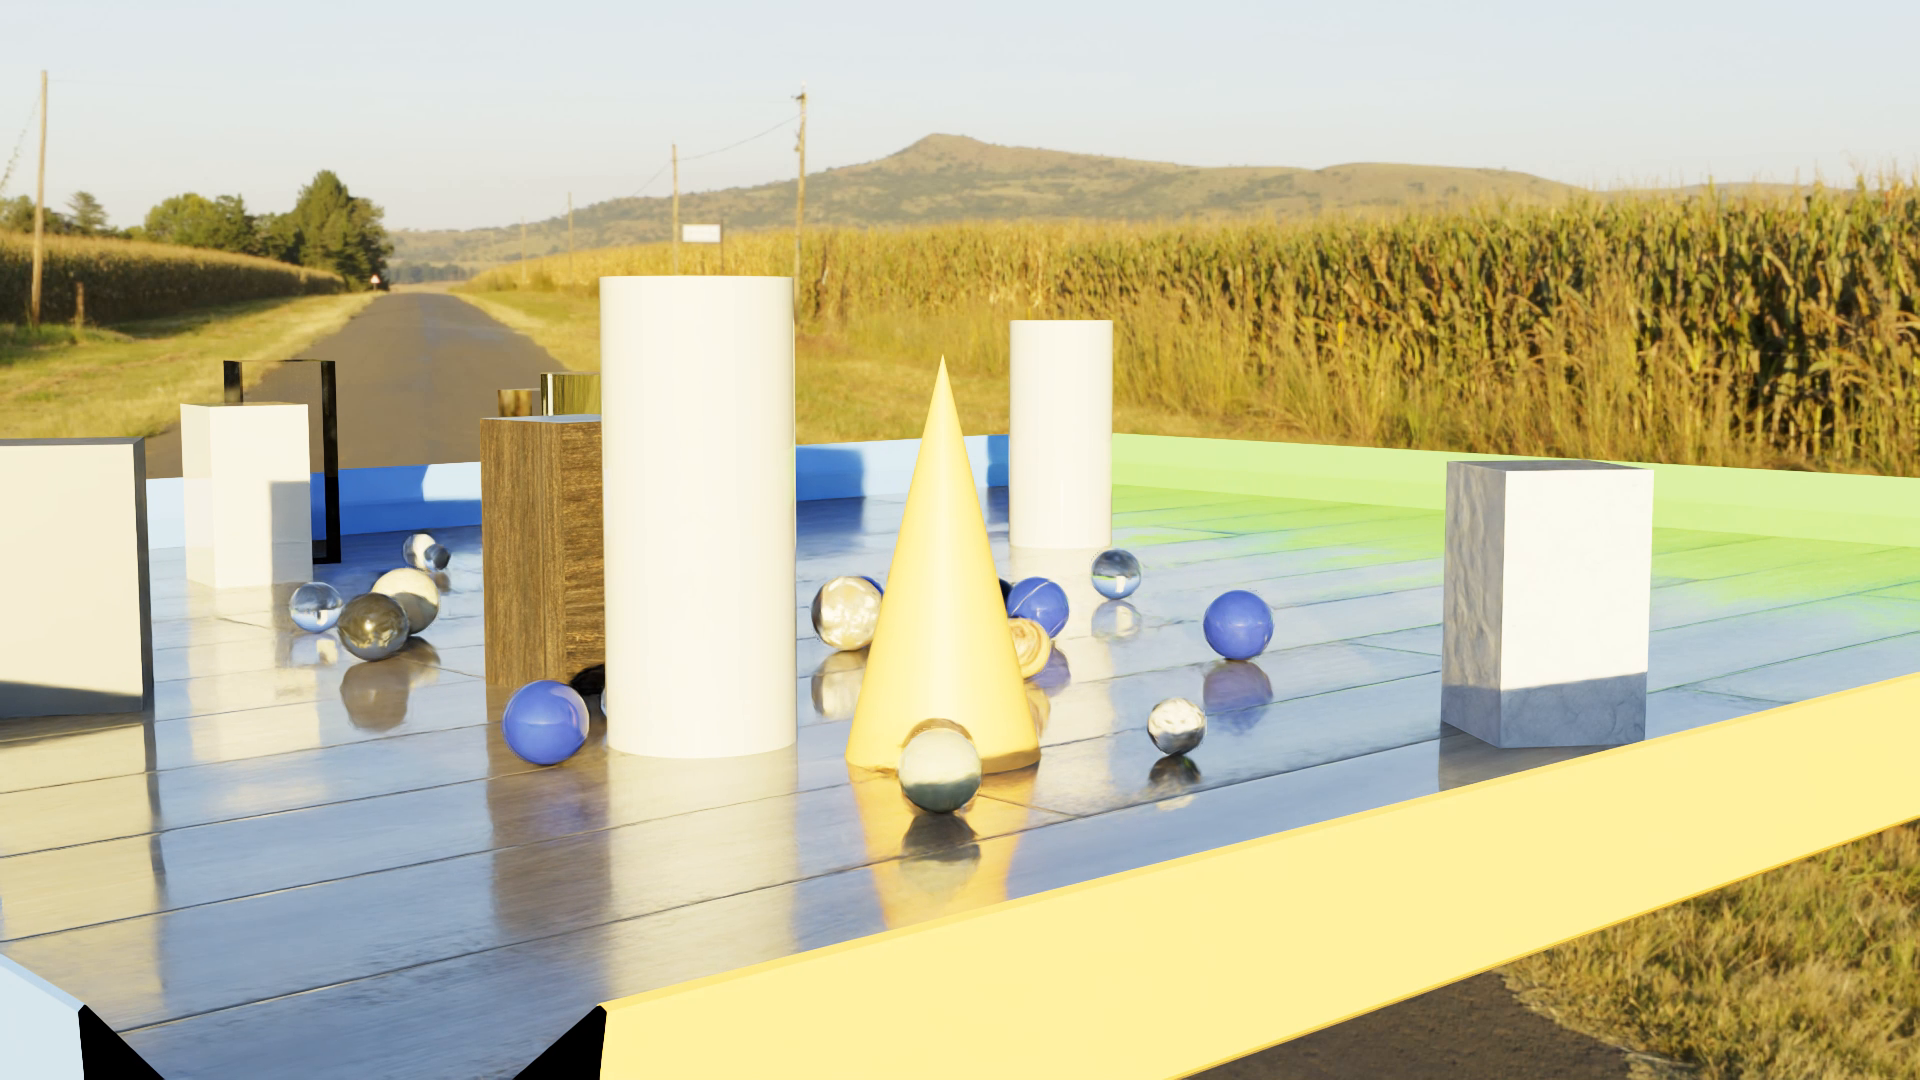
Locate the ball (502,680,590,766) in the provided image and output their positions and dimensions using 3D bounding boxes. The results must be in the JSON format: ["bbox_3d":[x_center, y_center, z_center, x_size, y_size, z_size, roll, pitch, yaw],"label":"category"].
[{"bbox_3d":[-0.407,0.179,2.162,0.084,0.084,0.084,0,6,0],"label":"ball"}]

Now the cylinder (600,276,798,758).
[{"bbox_3d":[-0.268,-0.030,2.269,0.198,0.478,0.198,0,6,0],"label":"cylinder"}]

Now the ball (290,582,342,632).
[{"bbox_3d":[-0.893,0.093,3.049,0.071,0.071,0.071,0,6,0],"label":"ball"}]

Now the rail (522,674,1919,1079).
[{"bbox_3d":[1.075,0.154,2.173,3.761,0.129,0.045,-5,8,-42],"label":"rail"}]

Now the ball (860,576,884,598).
[{"bbox_3d":[-0.140,0.086,3.120,0.071,0.071,0.071,0,6,0],"label":"ball"}]

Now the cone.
[{"bbox_3d":[-0.017,0.016,2.191,0.198,0.402,0.198,0,6,0],"label":"cone"}]

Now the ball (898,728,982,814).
[{"bbox_3d":[-0.018,0.205,1.954,0.075,0.075,0.075,0,6,0],"label":"ball"}]

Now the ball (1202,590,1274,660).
[{"bbox_3d":[0.356,0.108,2.809,0.091,0.091,0.091,0,6,0],"label":"ball"}]

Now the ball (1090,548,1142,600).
[{"bbox_3d":[0.241,0.052,3.396,0.080,0.080,0.080,0,6,0],"label":"ball"}]

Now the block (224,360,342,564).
[{"bbox_3d":[-1.205,-0.140,3.907,0.159,0.357,0.159,-3,7,-29],"label":"block"}]

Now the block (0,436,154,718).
[{"bbox_3d":[-1.009,0.037,2.493,0.159,0.298,0.159,-2,6,-16],"label":"block"}]

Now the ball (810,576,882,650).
[{"bbox_3d":[-0.147,0.096,2.889,0.099,0.099,0.099,0,6,0],"label":"ball"}]

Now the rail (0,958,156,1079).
[{"bbox_3d":[-1.365,0.164,2.079,0.045,0.129,3.219,-5,8,-42],"label":"rail"}]

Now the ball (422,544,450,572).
[{"bbox_3d":[-0.898,0.030,3.770,0.047,0.047,0.047,0,6,0],"label":"ball"}]

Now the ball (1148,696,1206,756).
[{"bbox_3d":[0.217,0.187,2.210,0.058,0.058,0.058,0,6,0],"label":"ball"}]

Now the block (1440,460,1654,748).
[{"bbox_3d":[0.616,0.062,2.322,0.159,0.283,0.159,-1,6,-9],"label":"block"}]

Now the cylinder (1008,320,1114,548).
[{"bbox_3d":[0.193,-0.206,4.205,0.198,0.426,0.198,0,6,0],"label":"cylinder"}]

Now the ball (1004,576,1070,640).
[{"bbox_3d":[0.104,0.093,2.963,0.089,0.089,0.089,0,6,0],"label":"ball"}]

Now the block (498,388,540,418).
[{"bbox_3d":[-0.713,-0.119,3.954,0.159,0.304,0.159,4,7,31],"label":"block"}]

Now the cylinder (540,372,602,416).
[{"bbox_3d":[-0.494,-0.059,3.131,0.198,0.357,0.198,0,6,0],"label":"cylinder"}]

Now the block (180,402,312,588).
[{"bbox_3d":[-1.180,-0.079,3.636,0.159,0.291,0.159,-4,7,-35],"label":"block"}]

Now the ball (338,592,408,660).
[{"bbox_3d":[-0.749,0.110,2.804,0.088,0.088,0.088,0,6,0],"label":"ball"}]

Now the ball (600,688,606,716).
[{"bbox_3d":[-0.363,0.174,2.374,0.050,0.050,0.050,0,6,0],"label":"ball"}]

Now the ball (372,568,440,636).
[{"bbox_3d":[-0.763,0.085,3.023,0.093,0.093,0.093,0,6,0],"label":"ball"}]

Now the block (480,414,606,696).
[{"bbox_3d":[-0.457,0.013,2.624,0.159,0.318,0.159,5,8,42],"label":"block"}]

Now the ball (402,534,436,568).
[{"bbox_3d":[-0.936,0.019,3.811,0.060,0.060,0.060,0,6,0],"label":"ball"}]

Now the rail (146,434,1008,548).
[{"bbox_3d":[-1.075,-0.087,4.491,3.761,0.129,0.045,-5,8,-42],"label":"rail"}]

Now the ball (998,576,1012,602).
[{"bbox_3d":[0.042,0.090,3.023,0.083,0.083,0.083,0,6,0],"label":"ball"}]

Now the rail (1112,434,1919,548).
[{"bbox_3d":[1.365,-0.097,4.584,0.045,0.129,3.219,-5,8,-42],"label":"rail"}]

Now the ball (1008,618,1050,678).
[{"bbox_3d":[0.073,0.131,2.670,0.075,0.075,0.075,0,6,0],"label":"ball"}]
